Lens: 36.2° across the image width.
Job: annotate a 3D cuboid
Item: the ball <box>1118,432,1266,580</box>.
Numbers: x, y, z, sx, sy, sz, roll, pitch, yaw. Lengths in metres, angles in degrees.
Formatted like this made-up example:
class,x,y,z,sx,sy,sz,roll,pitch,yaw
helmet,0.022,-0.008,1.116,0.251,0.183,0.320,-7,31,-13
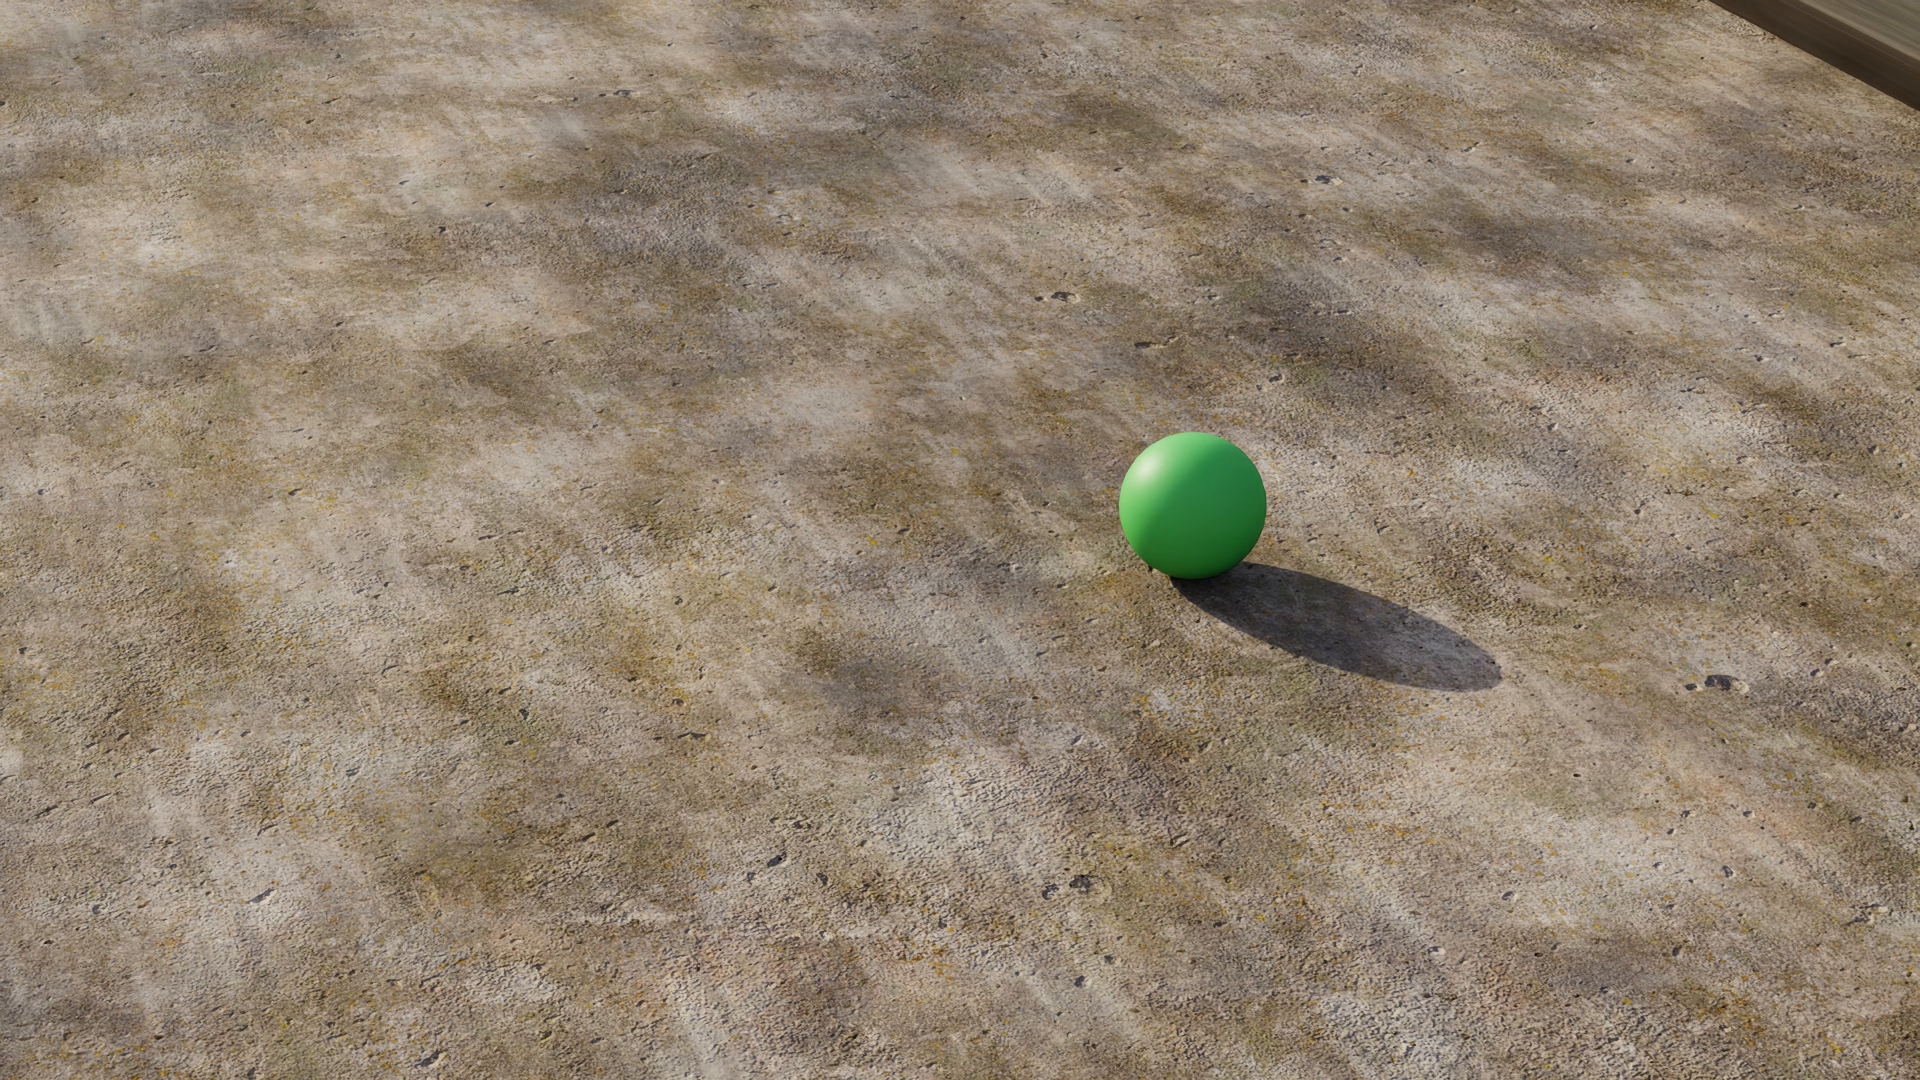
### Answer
class,x,y,z,sx,sy,sz,roll,pitch,yaw
ball,0.146,-0.022,1.846,0.093,0.093,0.093,0,28,0

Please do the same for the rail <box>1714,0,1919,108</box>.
class,x,y,z,sx,sy,sz,roll,pitch,yaw
rail,0.676,-0.628,2.937,0.045,0.120,3.832,-10,30,-18
